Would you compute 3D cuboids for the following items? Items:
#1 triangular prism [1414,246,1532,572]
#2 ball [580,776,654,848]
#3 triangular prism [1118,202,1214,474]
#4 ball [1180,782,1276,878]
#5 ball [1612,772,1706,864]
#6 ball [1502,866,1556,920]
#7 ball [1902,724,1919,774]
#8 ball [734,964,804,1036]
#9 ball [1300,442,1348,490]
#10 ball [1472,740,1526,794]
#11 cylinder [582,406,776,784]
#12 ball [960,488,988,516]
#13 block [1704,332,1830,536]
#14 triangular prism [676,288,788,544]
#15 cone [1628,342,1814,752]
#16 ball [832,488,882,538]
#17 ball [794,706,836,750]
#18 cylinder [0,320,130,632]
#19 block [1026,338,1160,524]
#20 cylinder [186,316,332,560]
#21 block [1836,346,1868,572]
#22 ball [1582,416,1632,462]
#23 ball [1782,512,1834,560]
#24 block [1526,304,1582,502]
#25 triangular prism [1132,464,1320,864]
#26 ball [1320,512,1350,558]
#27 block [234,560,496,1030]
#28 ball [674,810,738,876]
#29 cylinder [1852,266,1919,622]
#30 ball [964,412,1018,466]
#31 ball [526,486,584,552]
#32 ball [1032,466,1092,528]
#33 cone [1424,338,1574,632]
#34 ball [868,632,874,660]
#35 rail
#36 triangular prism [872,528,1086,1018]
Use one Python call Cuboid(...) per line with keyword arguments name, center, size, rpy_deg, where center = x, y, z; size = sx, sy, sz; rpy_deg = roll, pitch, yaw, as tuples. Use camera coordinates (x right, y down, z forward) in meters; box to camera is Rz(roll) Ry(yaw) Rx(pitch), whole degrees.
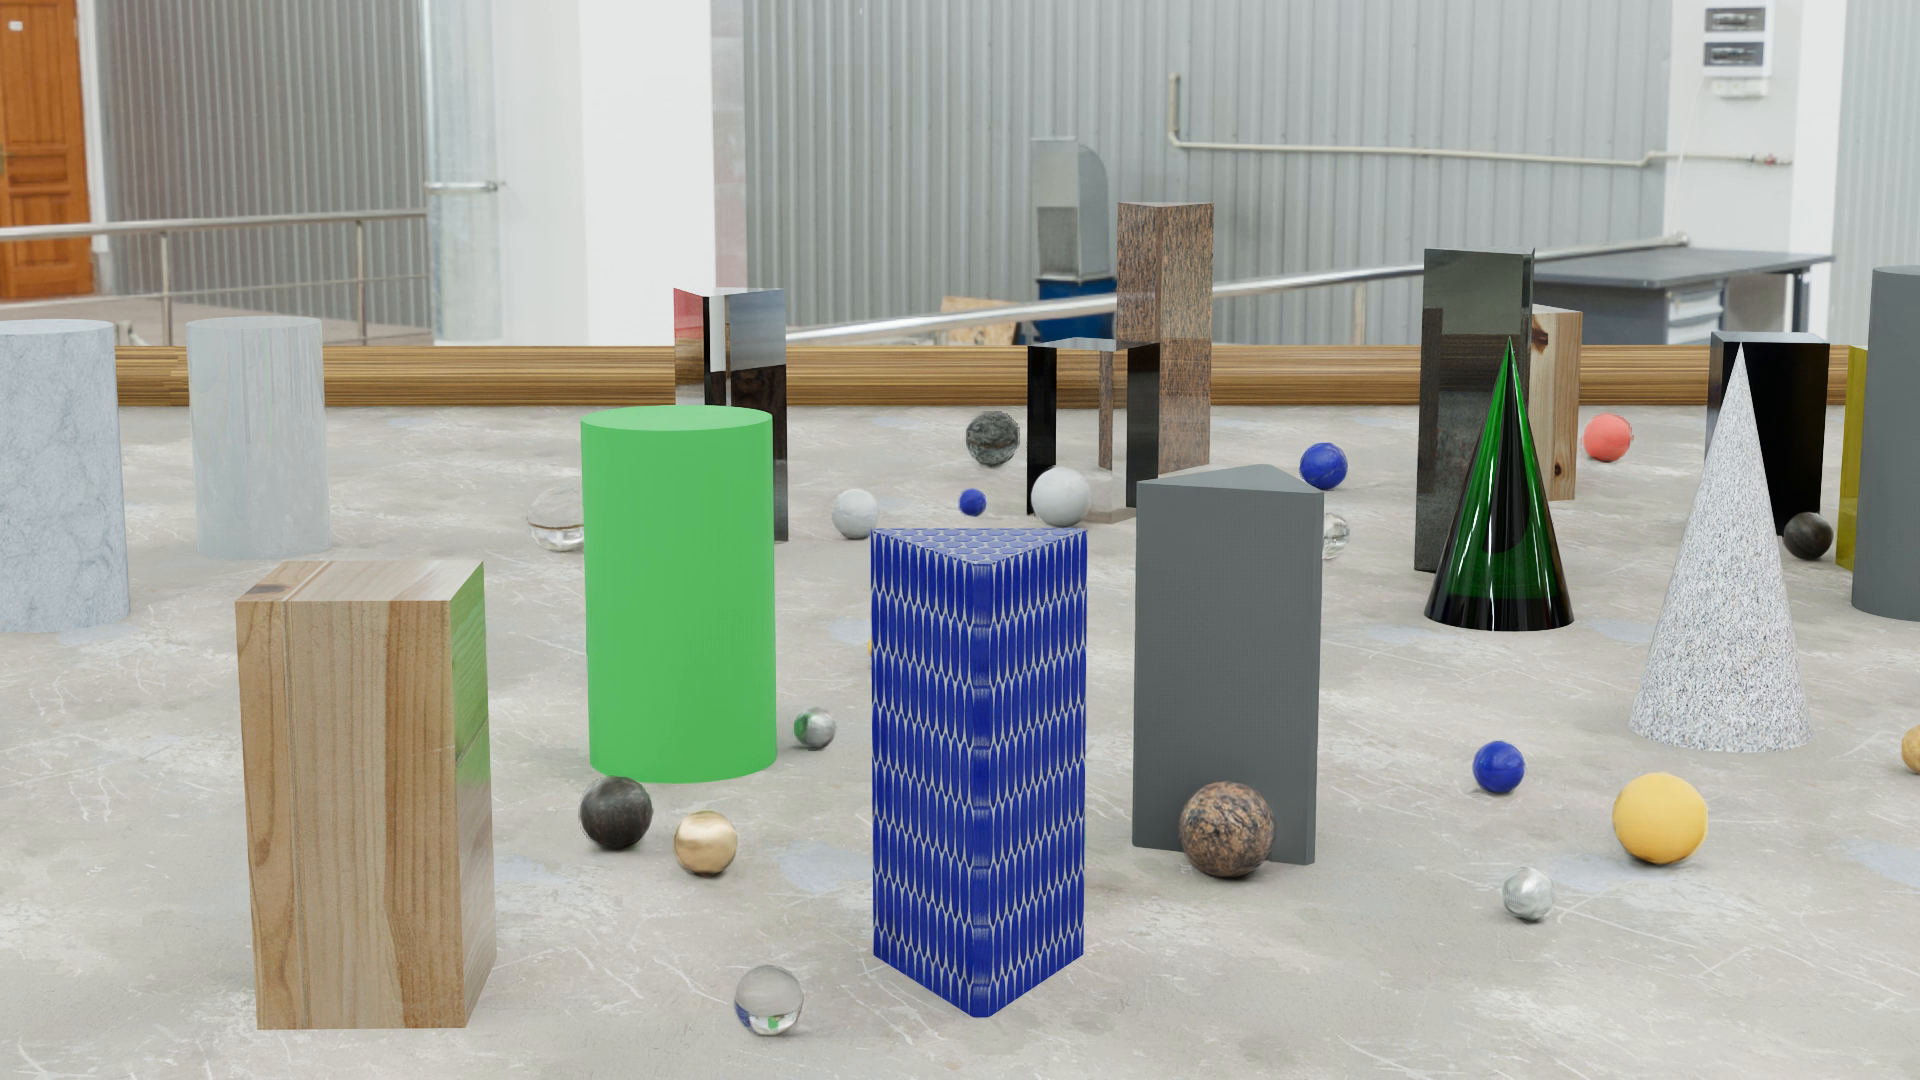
Cuboid(name="triangular prism", center=(0.777, -0.186, 3.705), size=(0.172, 0.468, 0.149), rpy_deg=(10, 15, 44))
Cuboid(name="ball", center=(-0.323, 0.256, 2.416), size=(0.068, 0.068, 0.068), rpy_deg=(0, 10, 0))
Cuboid(name="triangular prism", center=(0.349, -0.374, 4.689), size=(0.149, 0.480, 0.172), rpy_deg=(8, 13, 38))
Cuboid(name="ball", center=(0.243, 0.263, 2.330), size=(0.087, 0.087, 0.087), rpy_deg=(0, 10, 0))
Cuboid(name="ball", center=(0.646, 0.257, 2.368), size=(0.084, 0.084, 0.084), rpy_deg=(0, 10, 0))
Cuboid(name="ball", center=(0.491, 0.305, 2.215), size=(0.046, 0.046, 0.046), rpy_deg=(0, 10, 0))
Cuboid(name="ball", center=(1.006, 0.217, 2.664), size=(0.054, 0.054, 0.054), rpy_deg=(0, 10, 0))
Cuboid(name="ball", center=(-0.145, 0.350, 1.952), size=(0.053, 0.053, 0.053), rpy_deg=(0, 10, 0))
Cuboid(name="ball", center=(0.631, -0.128, 4.452), size=(0.084, 0.084, 0.084), rpy_deg=(0, 10, 0))
Cuboid(name="ball", center=(0.545, 0.230, 2.598), size=(0.053, 0.053, 0.053), rpy_deg=(0, 10, 0))
Cuboid(name="cylinder", center=(-0.294, 0.052, 2.699), size=(0.198, 0.366, 0.198), rpy_deg=(0, 10, 0))
Cuboid(name="ball", center=(0.022, -0.061, 4.193), size=(0.046, 0.046, 0.046), rpy_deg=(0, 10, 0))
Cuboid(name="block", center=(1.277, -0.171, 4.076), size=(0.159, 0.304, 0.159), rpy_deg=(2, 11, 9))
Cuboid(name="triangular prism", center=(-0.378, -0.186, 3.919), size=(0.149, 0.392, 0.172), rpy_deg=(8, 13, 38))
Cuboid(name="cone", center=(0.844, -0.003, 2.813), size=(0.198, 0.433, 0.198), rpy_deg=(0, 10, 0))
Cuboid(name="ball", center=(-0.162, -0.041, 3.996), size=(0.078, 0.078, 0.078), rpy_deg=(0, 10, 0))
Cuboid(name="ball", center=(-0.156, 0.202, 2.767), size=(0.047, 0.047, 0.047), rpy_deg=(0, 10, 0))
Cuboid(name="cylinder", center=(-1.214, -0.089, 3.399), size=(0.198, 0.389, 0.198), rpy_deg=(0, 10, 0))
Cuboid(name="block", center=(0.219, -0.182, 4.205), size=(0.159, 0.279, 0.159), rpy_deg=(7, 12, 31))
Cuboid(name="cylinder", center=(-1.063, -0.158, 3.891), size=(0.198, 0.345, 0.198), rpy_deg=(0, 10, 0))
Cuboid(name="block", center=(1.380, -0.110, 3.693), size=(0.159, 0.324, 0.159), rpy_deg=(-1, 11, -4))
Cuboid(name="ball", center=(1.202, -0.188, 4.766), size=(0.087, 0.087, 0.087), rpy_deg=(0, 10, 0))
Cuboid(name="ball", center=(1.265, -0.007, 3.827), size=(0.071, 0.071, 0.071), rpy_deg=(0, 10, 0))
Cuboid(name="block", center=(0.944, -0.235, 4.379), size=(0.159, 0.319, 0.159), rpy_deg=(-3, 11, -18))
Cuboid(name="triangular prism", center=(0.269, 0.111, 2.435), size=(0.172, 0.348, 0.149), rpy_deg=(4, 11, 20))
Cuboid(name="ball", center=(0.549, -0.007, 3.836), size=(0.069, 0.069, 0.069), rpy_deg=(0, 10, 0))
Cuboid(name="block", center=(-0.460, 0.195, 2.012), size=(0.159, 0.335, 0.159), rpy_deg=(0, 10, -1))
Cuboid(name="ball", center=(-0.231, 0.276, 2.336), size=(0.059, 0.059, 0.059), rpy_deg=(0, 10, 0))
Cuboid(name="cylinder", center=(1.316, -0.132, 3.445), size=(0.198, 0.457, 0.198), rpy_deg=(0, 10, 0))
Cuboid(name="ball", center=(0.059, -0.186, 4.717), size=(0.099, 0.099, 0.099), rpy_deg=(0, 10, 0))
Cuboid(name="ball", center=(-0.607, -0.032, 3.890), size=(0.098, 0.098, 0.098), rpy_deg=(0, 10, 0))
Cuboid(name="ball", center=(0.162, -0.068, 4.088), size=(0.097, 0.097, 0.097), rpy_deg=(0, 10, 0))
Cuboid(name="cone", center=(0.722, -0.084, 3.405), size=(0.198, 0.377, 0.198), rpy_deg=(0, 10, 0))
Cuboid(name="ball", center=(-0.090, 0.130, 3.154), size=(0.047, 0.047, 0.047), rpy_deg=(0, 10, 0))
Cuboid(name="rail", center=(-0.012, -0.352, 5.530), size=(4.177, 0.129, 0.045), rpy_deg=(0, 10, 0))
Cuboid(name="triangular prism", center=(0.037, 0.174, 2.064), size=(0.149, 0.358, 0.172), rpy_deg=(-6, 12, -30))
